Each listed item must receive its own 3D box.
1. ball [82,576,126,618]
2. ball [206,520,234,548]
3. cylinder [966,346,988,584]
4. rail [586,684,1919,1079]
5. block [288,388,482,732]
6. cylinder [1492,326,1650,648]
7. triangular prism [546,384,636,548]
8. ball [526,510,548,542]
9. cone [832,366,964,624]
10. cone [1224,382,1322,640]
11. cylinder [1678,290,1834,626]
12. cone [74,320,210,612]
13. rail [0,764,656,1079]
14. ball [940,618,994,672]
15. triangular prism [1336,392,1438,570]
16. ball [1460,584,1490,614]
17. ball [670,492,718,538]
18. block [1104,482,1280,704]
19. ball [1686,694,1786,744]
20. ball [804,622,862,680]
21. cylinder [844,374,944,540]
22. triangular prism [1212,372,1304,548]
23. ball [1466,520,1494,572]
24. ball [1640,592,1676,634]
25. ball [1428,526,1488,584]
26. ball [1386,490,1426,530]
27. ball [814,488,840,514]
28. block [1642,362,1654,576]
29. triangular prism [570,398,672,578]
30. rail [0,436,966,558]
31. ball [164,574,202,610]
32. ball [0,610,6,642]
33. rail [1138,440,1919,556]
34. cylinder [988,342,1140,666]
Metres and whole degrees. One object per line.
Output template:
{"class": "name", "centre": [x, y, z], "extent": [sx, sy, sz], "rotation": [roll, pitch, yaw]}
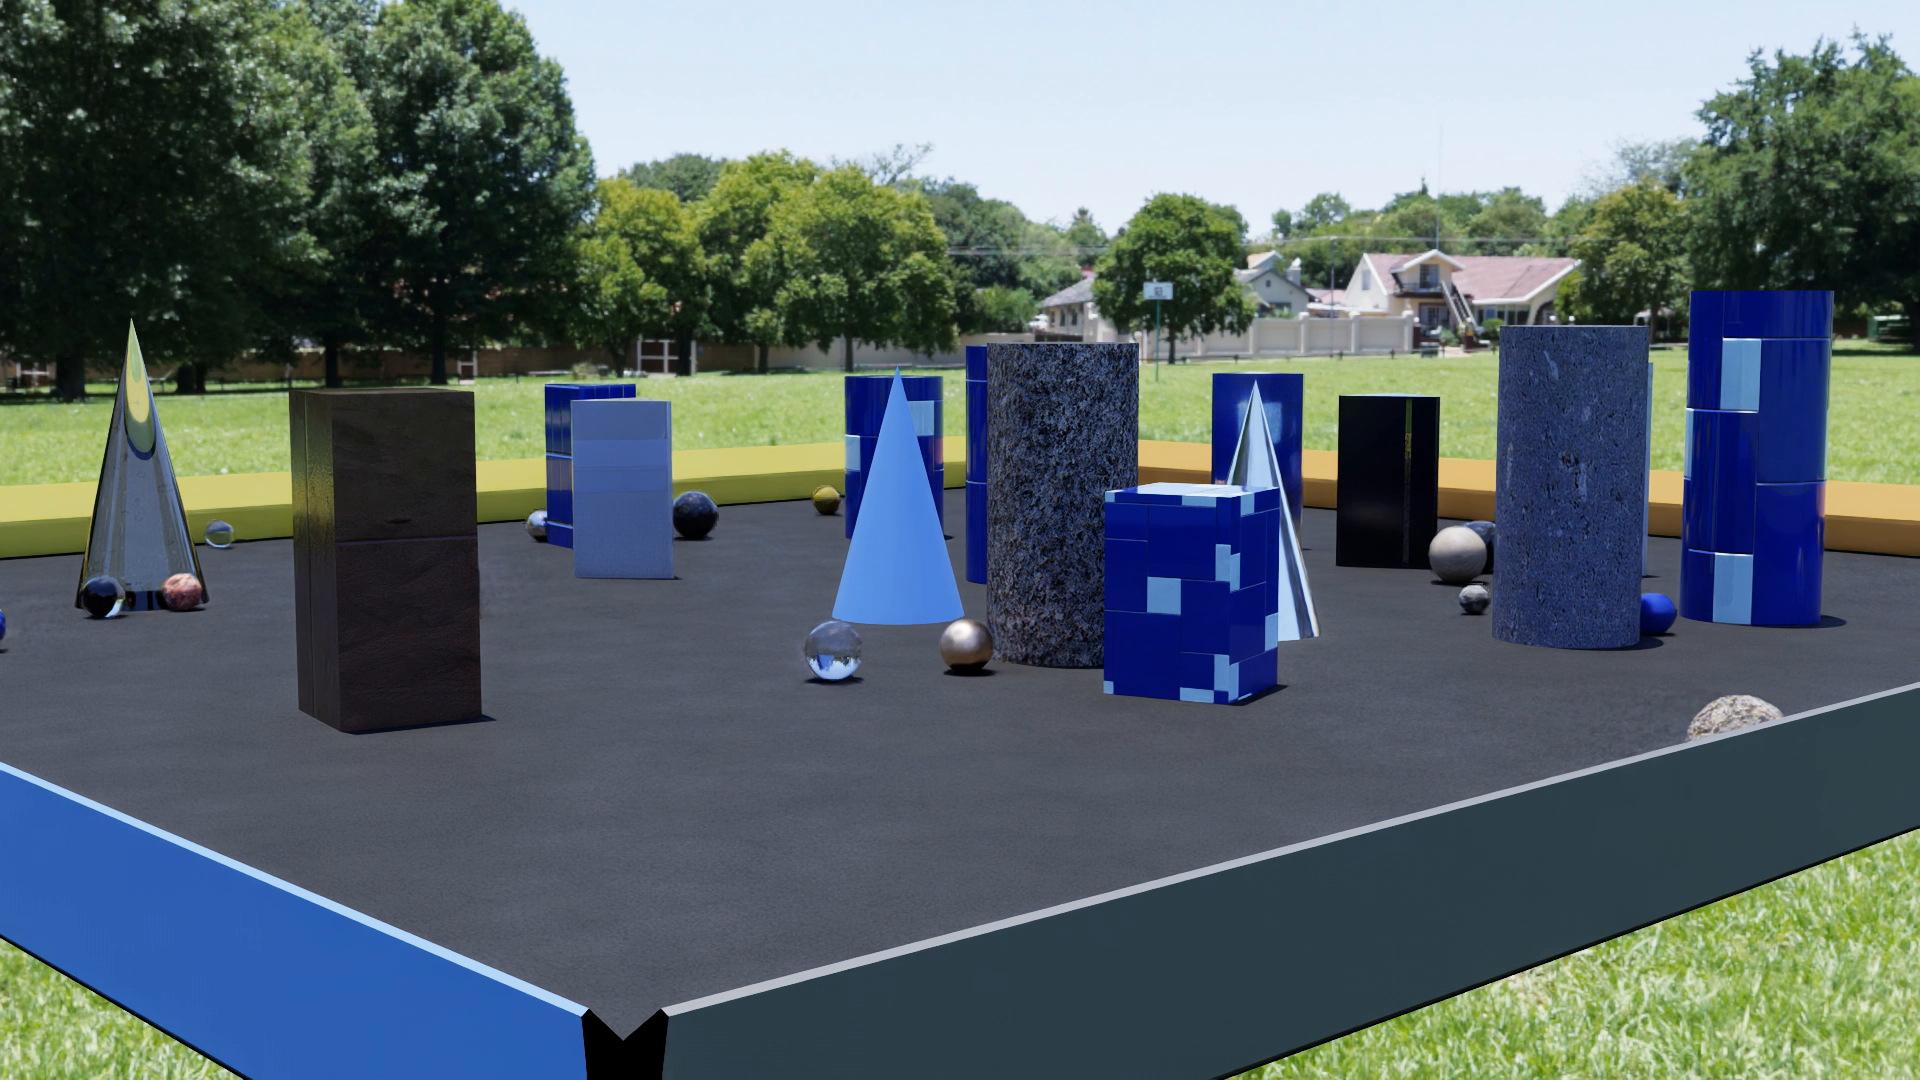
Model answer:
{"class": "ball", "centre": [-1.241, 0.082, 3.187], "extent": [0.061, 0.061, 0.061], "rotation": [0, 6, 0]}
{"class": "ball", "centre": [-1.384, -0.010, 4.111], "extent": [0.051, 0.051, 0.051], "rotation": [0, 6, 0]}
{"class": "cylinder", "centre": [0.106, -0.127, 3.620], "extent": [0.194, 0.385, 0.194], "rotation": [0, 6, 0]}
{"class": "rail", "centre": [1.088, 0.156, 2.159], "extent": [3.425, 0.126, 0.045], "rotation": [-5, 8, -42]}
{"class": "block", "centre": [-0.631, 0.015, 2.412], "extent": [0.155, 0.356, 0.155], "rotation": [-4, 7, -32]}
{"class": "cylinder", "centre": [0.824, -0.077, 2.971], "extent": [0.194, 0.422, 0.194], "rotation": [0, 6, 0]}
{"class": "triangular prism", "centre": [-0.679, -0.142, 4.155], "extent": [0.146, 0.304, 0.168], "rotation": [-4, 7, -33]}
{"class": "ball", "centre": [-0.804, -0.027, 4.230], "extent": [0.059, 0.059, 0.059], "rotation": [0, 6, 0]}
{"class": "cone", "centre": [-0.090, -0.072, 3.194], "extent": [0.194, 0.364, 0.194], "rotation": [0, 6, 0]}
{"class": "cone", "centre": [0.406, -0.047, 3.039], "extent": [0.194, 0.349, 0.194], "rotation": [0, 6, 0]}
{"class": "cylinder", "centre": [1.147, -0.122, 3.171], "extent": [0.194, 0.470, 0.194], "rotation": [0, 6, 0]}
{"class": "cone", "centre": [-1.244, -0.119, 3.323], "extent": [0.194, 0.432, 0.194], "rotation": [0, 6, 0]}
{"class": "rail", "centre": [-1.241, 0.152, 2.193], "extent": [0.045, 0.126, 3.258], "rotation": [-5, 8, -42]}
{"class": "ball", "centre": [0.009, 0.130, 2.702], "extent": [0.066, 0.066, 0.066], "rotation": [0, 6, 0]}
{"class": "triangular prism", "centre": [0.757, -0.107, 3.858], "extent": [0.168, 0.296, 0.146], "rotation": [2, 6, 16]}
{"class": "ball", "centre": [0.754, 0.087, 3.226], "extent": [0.043, 0.043, 0.043], "rotation": [0, 6, 0]}
{"class": "ball", "centre": [-0.520, -0.049, 4.288], "extent": [0.092, 0.092, 0.092], "rotation": [0, 6, 0]}
{"class": "block", "centre": [0.273, 0.058, 2.578], "extent": [0.155, 0.235, 0.155], "rotation": [3, 7, 29]}
{"class": "ball", "centre": [0.710, 0.189, 2.000], "extent": [0.096, 0.096, 0.096], "rotation": [0, 6, 0]}
{"class": "ball", "centre": [-0.152, 0.134, 2.646], "extent": [0.071, 0.071, 0.071], "rotation": [0, 6, 0]}
{"class": "cylinder", "centre": [-0.129, -0.163, 4.305], "extent": [0.194, 0.314, 0.194], "rotation": [0, 6, 0]}
{"class": "triangular prism", "centre": [0.553, -0.153, 4.154], "extent": [0.168, 0.326, 0.146], "rotation": [0, 6, 0]}
{"class": "ball", "centre": [0.886, 0.010, 3.741], "extent": [0.088, 0.088, 0.088], "rotation": [0, 6, 0]}
{"class": "ball", "centre": [0.954, 0.101, 3.021], "extent": [0.058, 0.058, 0.058], "rotation": [0, 6, 0]}
{"class": "ball", "centre": [0.810, 0.024, 3.581], "extent": [0.094, 0.094, 0.094], "rotation": [0, 6, 0]}
{"class": "ball", "centre": [0.905, -0.061, 4.464], "extent": [0.079, 0.079, 0.079], "rotation": [0, 6, 0]}
{"class": "ball", "centre": [-0.289, -0.084, 4.778], "extent": [0.059, 0.059, 0.059], "rotation": [0, 6, 0]}
{"class": "block", "centre": [1.049, -0.122, 3.711], "extent": [0.155, 0.357, 0.155], "rotation": [-3, 6, -23]}
{"class": "triangular prism", "centre": [-0.551, -0.091, 3.714], "extent": [0.168, 0.294, 0.146], "rotation": [1, 6, 8]}
{"class": "rail", "centre": [-1.088, -0.090, 4.505], "extent": [3.425, 0.126, 0.045], "rotation": [-5, 8, -42]}
{"class": "ball", "centre": [-1.153, 0.077, 3.263], "extent": [0.055, 0.055, 0.055], "rotation": [0, 6, 0]}
{"class": "ball", "centre": [-1.278, 0.112, 2.861], "extent": [0.069, 0.069, 0.069], "rotation": [0, 6, 0]}
{"class": "rail", "centre": [1.241, -0.087, 4.471], "extent": [0.045, 0.126, 3.258], "rotation": [-5, 8, -42]}
{"class": "cylinder", "centre": [0.131, -0.052, 2.825], "extent": [0.194, 0.402, 0.194], "rotation": [0, 6, 0]}
